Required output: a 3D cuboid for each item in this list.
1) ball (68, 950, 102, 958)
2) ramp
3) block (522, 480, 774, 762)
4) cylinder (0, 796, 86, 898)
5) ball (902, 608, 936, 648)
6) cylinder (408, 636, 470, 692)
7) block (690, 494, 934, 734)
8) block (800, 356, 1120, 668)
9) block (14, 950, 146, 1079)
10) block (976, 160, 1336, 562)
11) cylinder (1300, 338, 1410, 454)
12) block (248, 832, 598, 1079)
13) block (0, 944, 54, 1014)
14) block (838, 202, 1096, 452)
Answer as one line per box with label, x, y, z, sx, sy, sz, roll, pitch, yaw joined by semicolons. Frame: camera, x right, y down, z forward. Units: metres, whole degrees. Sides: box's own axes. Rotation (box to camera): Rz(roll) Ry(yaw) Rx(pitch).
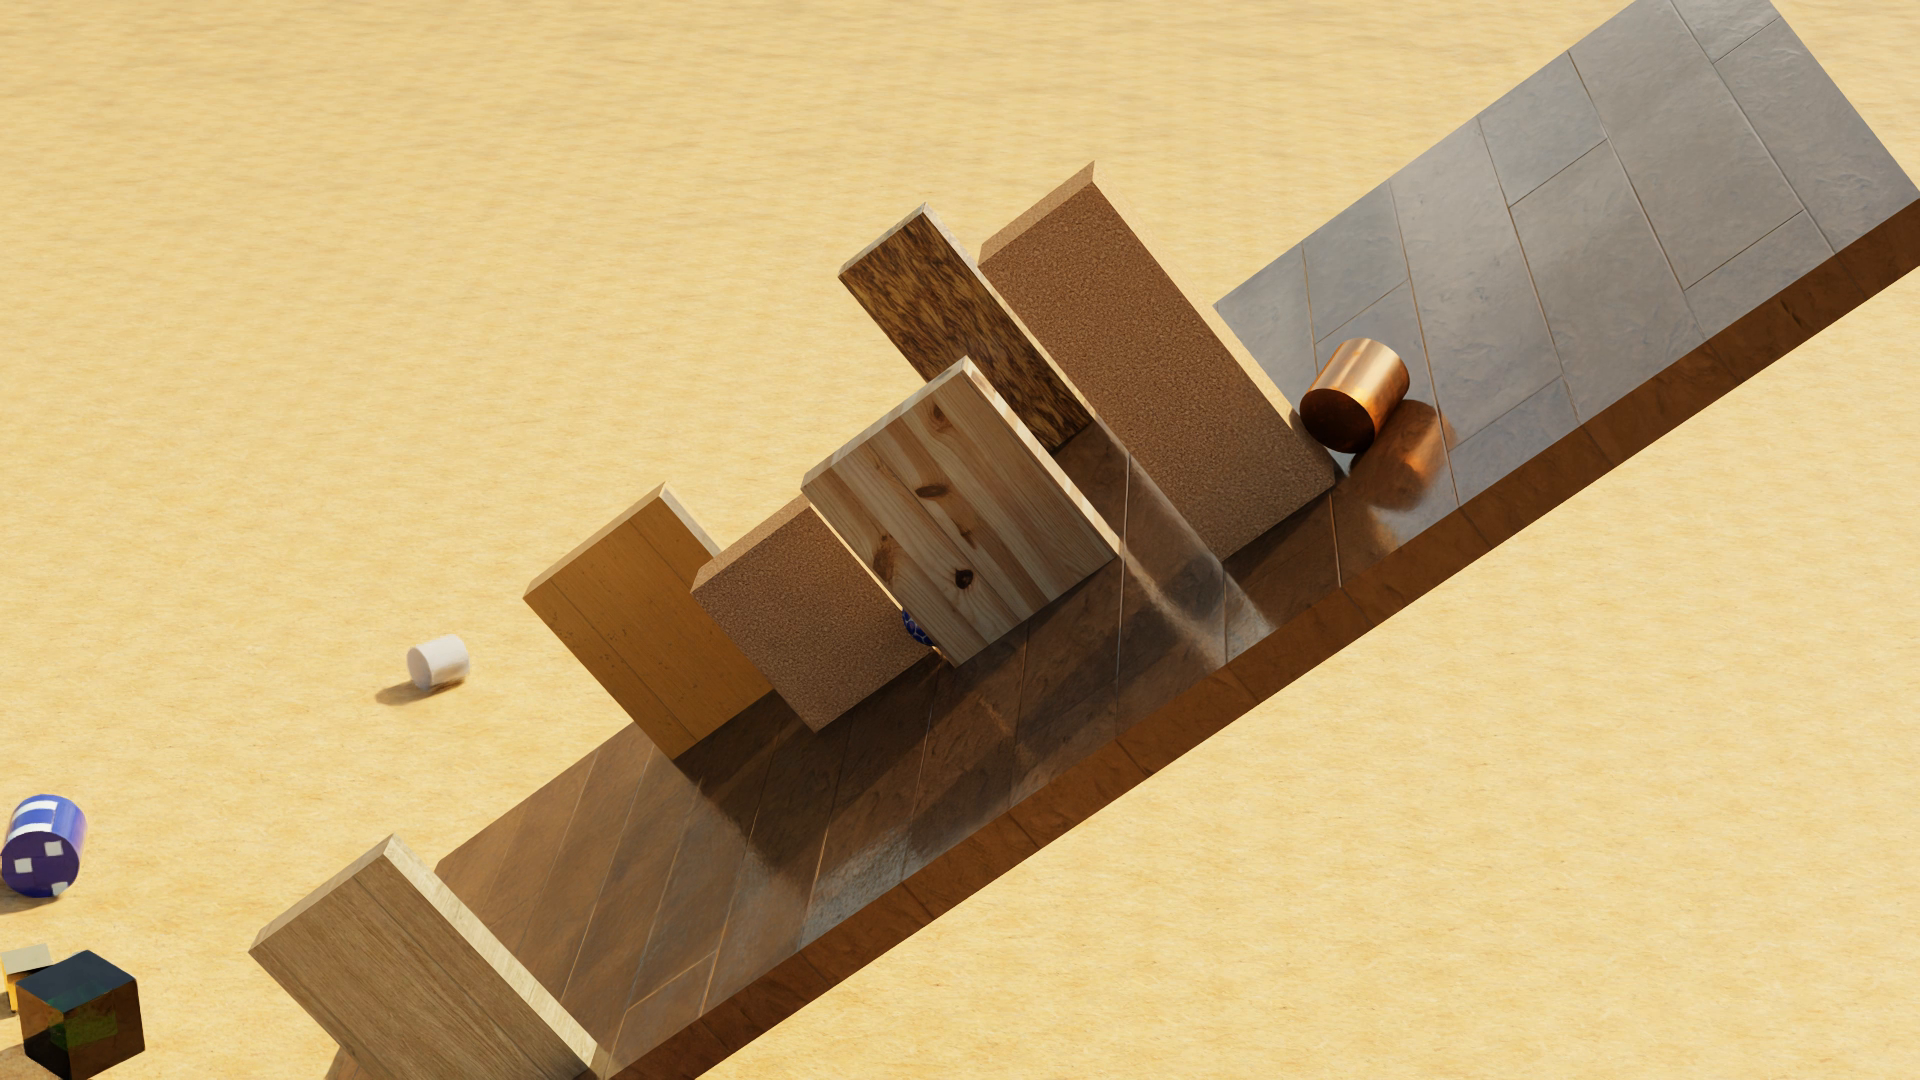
ball;-2.192;1.085;7.360;0.117;0.117;0.117;0;23;0
ramp;0.123;0.183;6.335;4.000;0.100;2.000;-35;16;18
block;-0.695;0.197;7.011;0.435;0.541;0.097;-35;16;18
cylinder;-2.451;0.818;7.868;0.204;0.204;0.204;-5;21;-10
ball;-0.050;0.155;6.346;0.151;0.151;0.151;0;23;0
cylinder;-1.589;0.376;8.971;0.138;0.138;0.138;-19;30;-37
block;-0.317;0.151;6.469;0.344;0.426;0.134;-35;16;18
block;0.001;-0.054;6.122;0.435;0.514;0.085;-35;16;18
block;-2.123;1.151;7.099;0.204;0.204;0.204;19;30;37
block;0.376;-0.334;5.575;0.271;0.749;0.141;-35;16;18
cylinder;0.756;-0.276;5.633;0.158;0.158;0.158;14;48;29
block;-1.059;0.906;5.814;0.370;0.599;0.086;-35;16;18
block;-2.324;1.094;7.345;0.113;0.113;0.113;-10;25;-22
block;0.019;-0.467;6.963;0.260;0.646;0.082;-35;16;18
